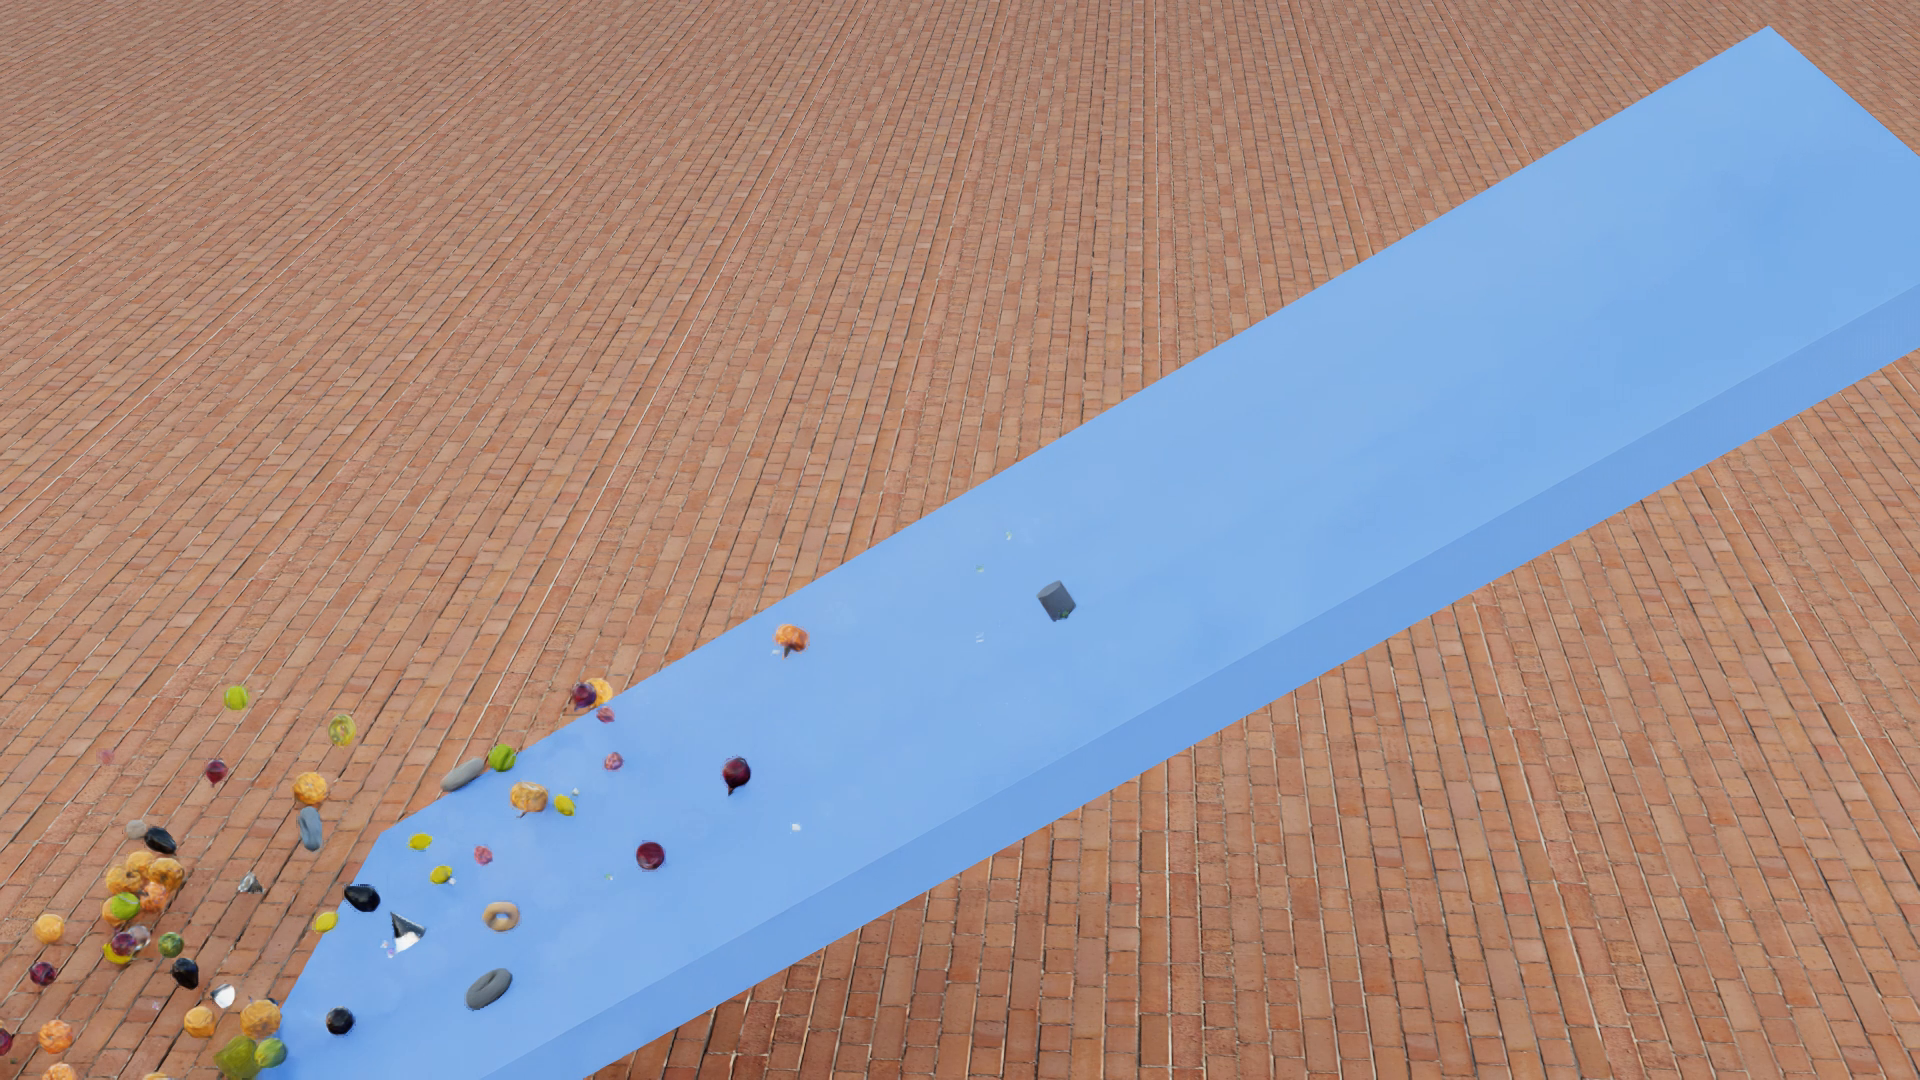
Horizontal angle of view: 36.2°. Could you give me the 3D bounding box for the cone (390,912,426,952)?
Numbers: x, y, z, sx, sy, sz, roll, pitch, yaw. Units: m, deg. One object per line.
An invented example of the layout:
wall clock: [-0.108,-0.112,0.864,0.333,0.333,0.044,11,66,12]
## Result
cone: [-1.265,0.873,6.660,0.082,0.082,0.082,-31,15,9]

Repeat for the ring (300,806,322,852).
ring: [-1.686,0.751,7.644,0.039,0.118,0.118,-8,21,-27]

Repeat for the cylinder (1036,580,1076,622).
cylinder: [0.197,0.124,6.005,0.059,0.059,0.059,-31,15,9]

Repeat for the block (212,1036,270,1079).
block: [-1.584,1.146,6.480,0.076,0.076,0.076,-43,17,-31]

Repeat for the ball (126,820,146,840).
ball: [-2.193,0.771,7.827,0.056,0.056,0.056,0,20,0]

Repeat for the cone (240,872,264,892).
cone: [-1.791,0.882,7.476,0.057,0.057,0.057,37,-4,-36]

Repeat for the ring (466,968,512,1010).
ring: [-0.959,0.913,5.987,0.107,0.036,0.107,-32,15,10]

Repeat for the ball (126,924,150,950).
ball: [-2.025,0.978,7.245,0.060,0.060,0.060,0,20,0]

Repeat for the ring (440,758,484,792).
ring: [-1.289,0.610,7.626,0.129,0.043,0.129,-32,6,4]

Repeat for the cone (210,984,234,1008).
cone: [-1.750,1.071,6.932,0.057,0.057,0.057,9,-9,25]

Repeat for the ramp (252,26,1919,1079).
ramp: [0.141,0.169,6.292,4.000,0.100,2.000,-30,15,13]
